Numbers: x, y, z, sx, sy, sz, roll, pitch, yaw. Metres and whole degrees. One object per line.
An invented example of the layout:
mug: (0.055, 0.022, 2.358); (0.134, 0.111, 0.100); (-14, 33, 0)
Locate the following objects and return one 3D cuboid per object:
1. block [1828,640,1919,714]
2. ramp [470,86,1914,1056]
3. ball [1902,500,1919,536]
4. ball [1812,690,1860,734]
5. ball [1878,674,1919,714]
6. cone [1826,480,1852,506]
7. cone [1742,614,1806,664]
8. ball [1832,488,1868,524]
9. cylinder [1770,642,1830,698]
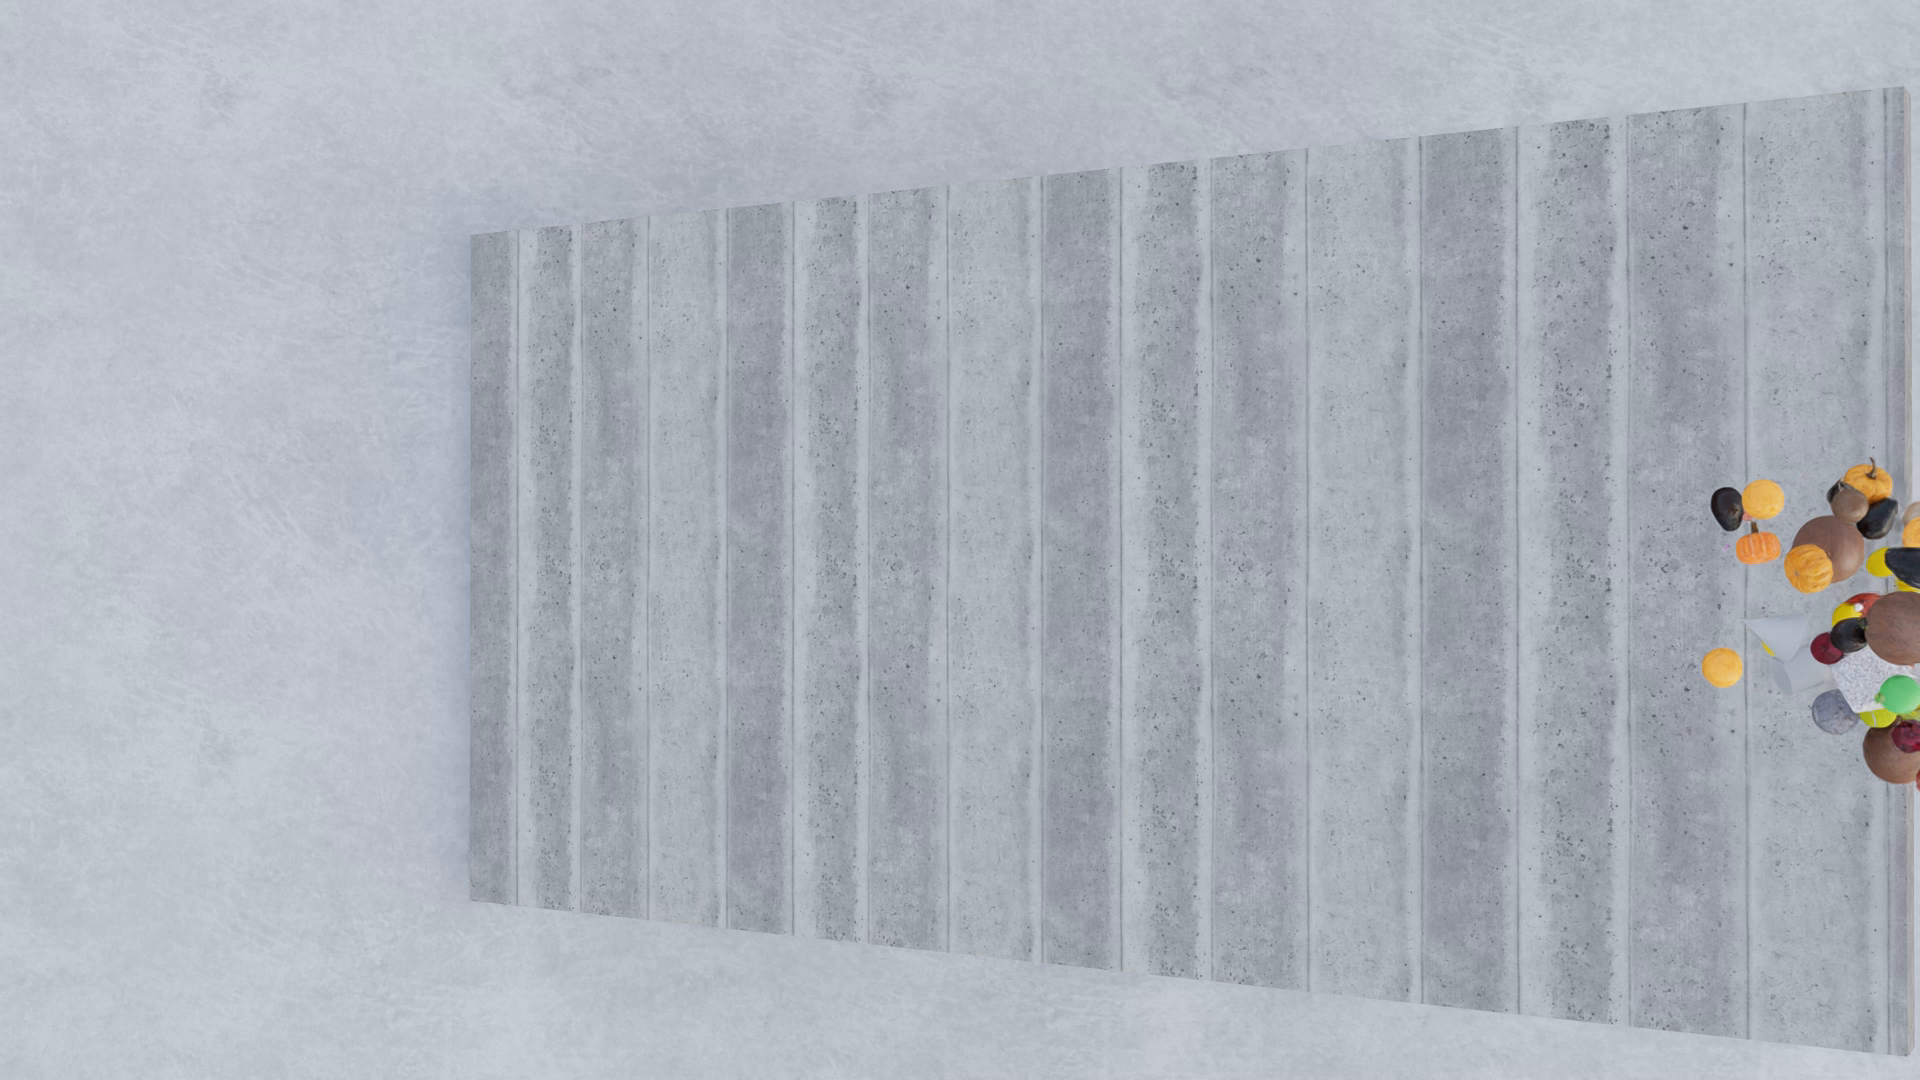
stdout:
block: (1.680, 0.251, 4.041); (0.093, 0.093, 0.093); (-3, 59, -36)
ramp: (0.265, 0.073, 5.611); (4.000, 0.100, 2.000); (0, 89, 31)
ball: (1.658, -0.037, 3.788); (0.062, 0.062, 0.062); (0, 89, 0)
ball: (1.690, 0.332, 4.242); (0.087, 0.087, 0.087); (0, 89, 0)
ball: (1.680, 0.276, 3.928); (0.070, 0.070, 0.070); (0, 89, 0)
cone: (1.598, -0.094, 3.989); (0.053, 0.053, 0.053); (-14, 52, 19)
cone: (1.395, 0.154, 3.797); (0.092, 0.092, 0.092); (20, 90, 3)
ball: (1.425, -0.055, 3.521); (0.056, 0.056, 0.056); (0, 89, 0)
cylinder: (1.656, 0.256, 4.335); (0.082, 0.082, 0.082); (-29, 90, 11)
